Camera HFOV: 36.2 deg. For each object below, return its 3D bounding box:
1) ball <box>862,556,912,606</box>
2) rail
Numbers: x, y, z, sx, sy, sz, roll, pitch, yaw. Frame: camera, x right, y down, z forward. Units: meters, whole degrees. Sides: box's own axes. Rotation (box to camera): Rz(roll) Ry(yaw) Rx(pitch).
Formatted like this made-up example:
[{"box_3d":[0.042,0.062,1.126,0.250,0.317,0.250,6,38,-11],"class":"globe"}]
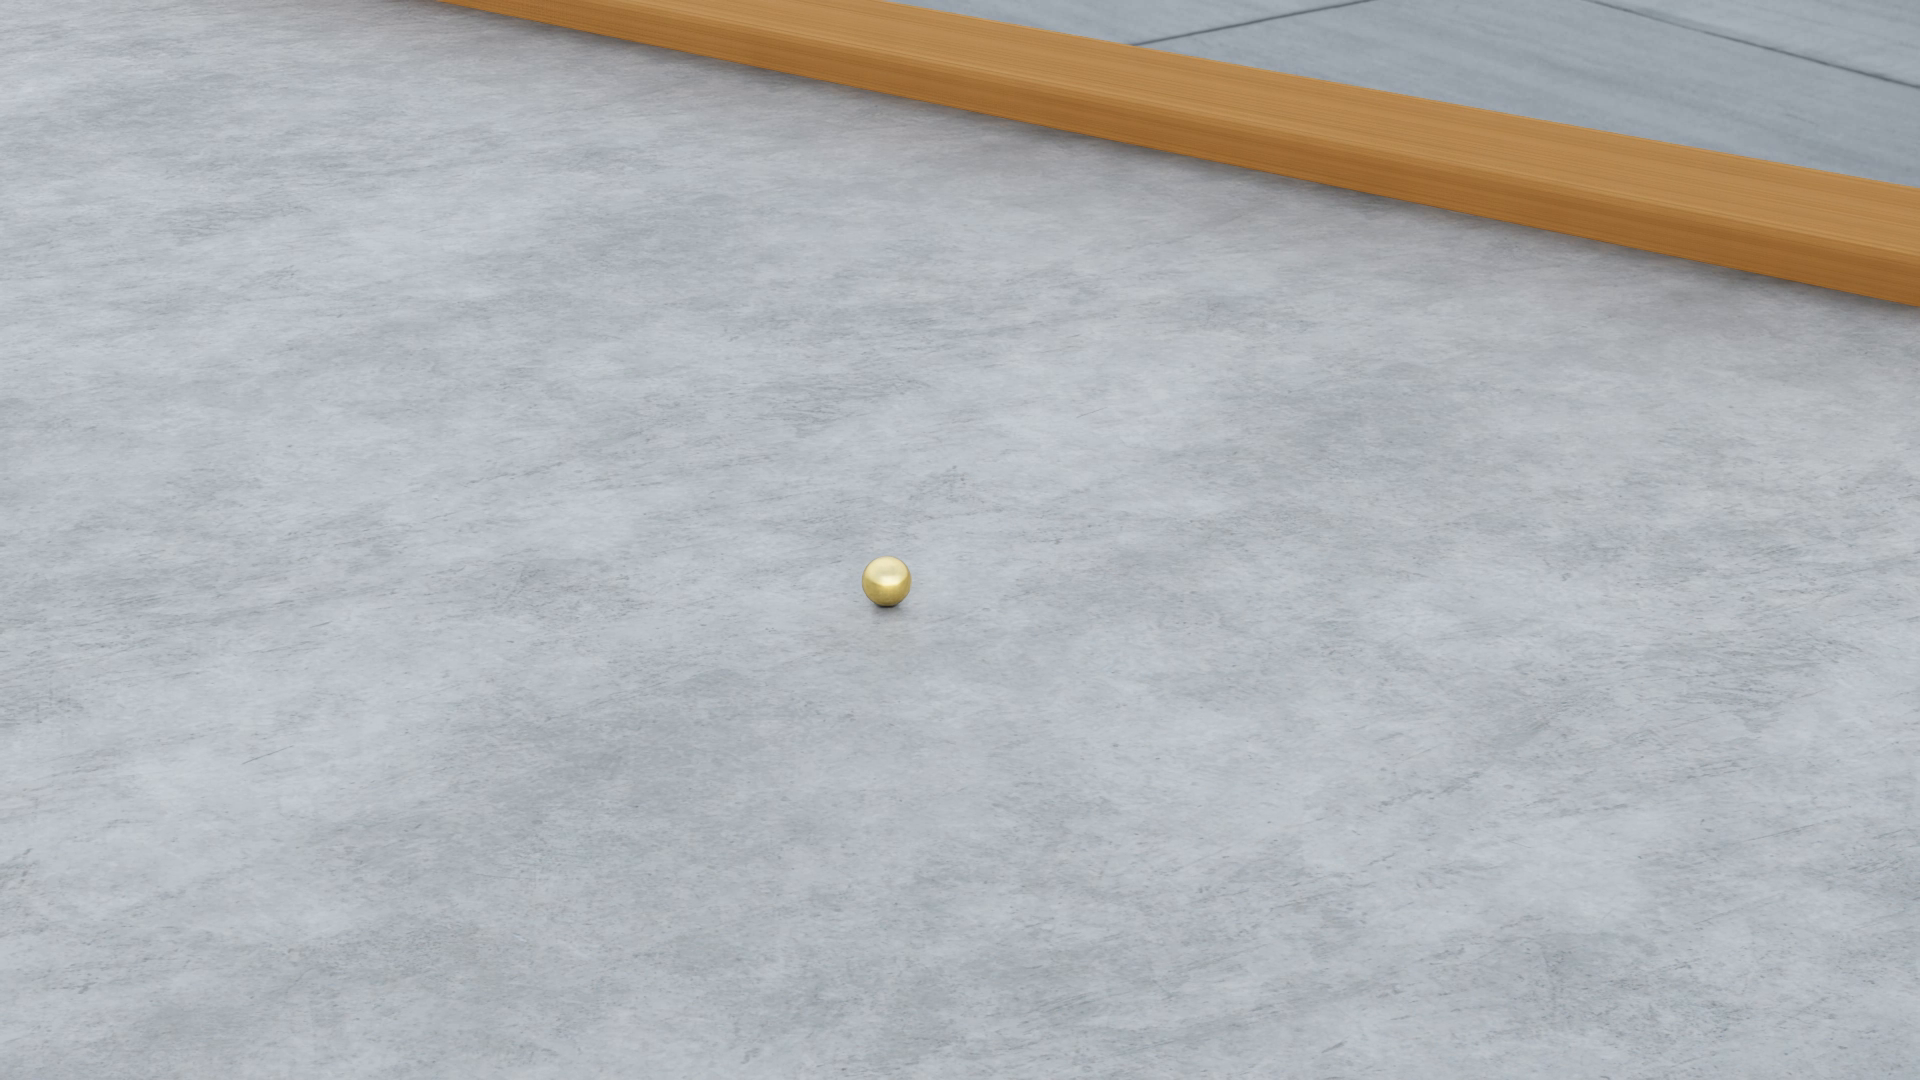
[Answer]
[{"box_3d":[-0.061,0.034,2.461,0.042,0.042,0.042,0,22,0],"class":"ball"},{"box_3d":[-0.037,-0.657,4.039,4.456,0.129,0.045,18,28,37],"class":"rail"}]
